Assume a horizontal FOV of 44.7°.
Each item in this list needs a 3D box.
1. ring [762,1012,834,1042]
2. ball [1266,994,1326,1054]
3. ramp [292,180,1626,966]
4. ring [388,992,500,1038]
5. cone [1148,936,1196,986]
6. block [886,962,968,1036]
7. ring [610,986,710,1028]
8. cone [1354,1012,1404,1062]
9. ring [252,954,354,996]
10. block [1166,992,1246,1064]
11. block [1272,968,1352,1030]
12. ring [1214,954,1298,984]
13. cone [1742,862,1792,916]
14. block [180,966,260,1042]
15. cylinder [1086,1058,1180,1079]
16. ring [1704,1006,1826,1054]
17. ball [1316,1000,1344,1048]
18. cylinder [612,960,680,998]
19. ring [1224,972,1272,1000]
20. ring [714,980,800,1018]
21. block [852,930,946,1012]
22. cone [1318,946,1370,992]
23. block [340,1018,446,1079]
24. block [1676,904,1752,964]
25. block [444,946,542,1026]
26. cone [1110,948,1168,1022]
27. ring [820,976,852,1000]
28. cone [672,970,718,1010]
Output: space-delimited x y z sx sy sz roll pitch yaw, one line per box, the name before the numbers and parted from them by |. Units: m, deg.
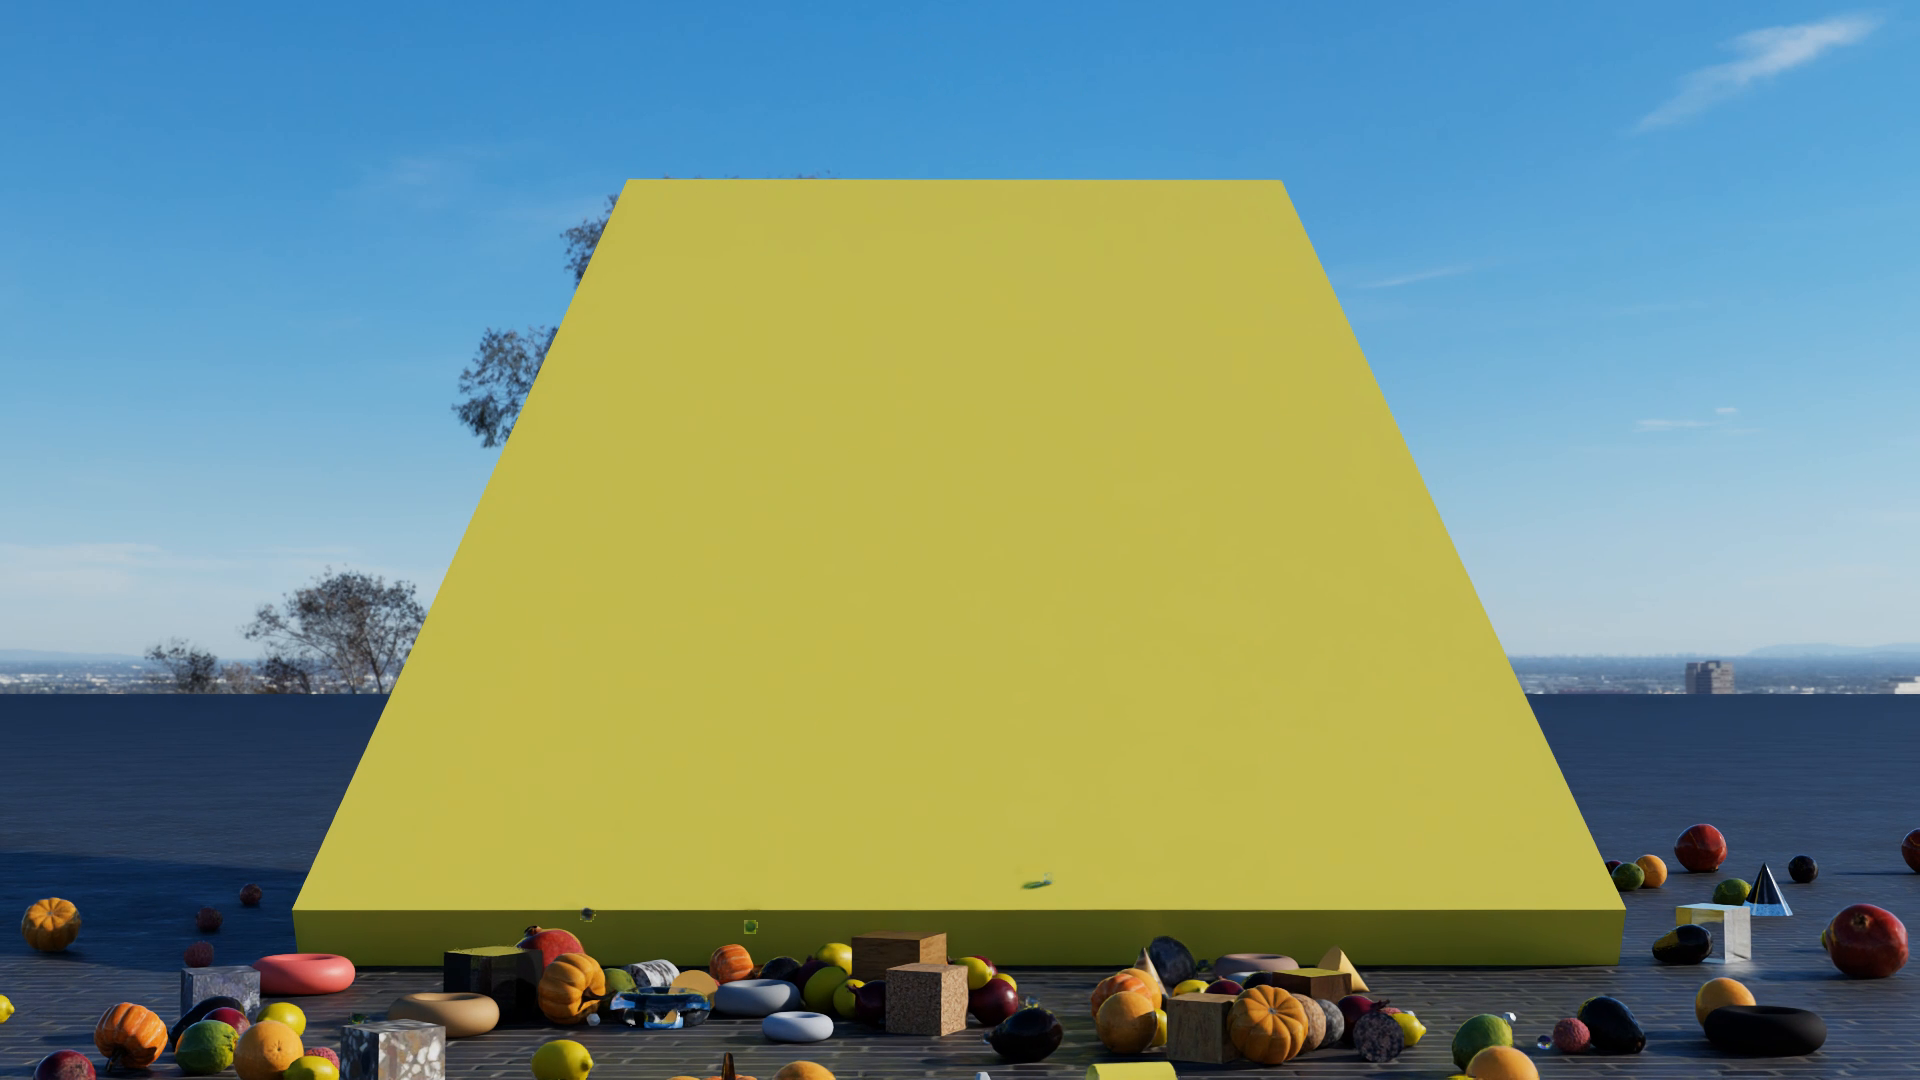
ring | -0.195 0.584 2.801 0.086 0.029 0.086 1 -4 0
ball | 0.387 0.557 2.683 0.069 0.069 0.069 0 -4 0
ramp | -0.008 -0.229 5.338 2.000 0.100 4.000 0 24 0
ring | -0.631 0.580 2.851 0.134 0.045 0.134 1 -4 0
cone | 0.277 0.611 3.280 0.079 0.079 0.079 -4 22 44
block | -0.040 0.565 2.875 0.076 0.076 0.076 -2 -4 25
ring | -0.375 0.586 2.927 0.126 0.042 0.126 1 -4 0
cone | 0.473 0.577 2.664 0.058 0.058 0.058 0 -30 -2
ring | -0.914 0.603 3.240 0.143 0.048 0.143 1 -5 0
block | 0.280 0.556 2.662 0.068 0.068 0.068 -2 -4 29
block | 0.435 0.570 2.886 0.069 0.069 0.069 3 -4 -35
ring | 0.420 0.611 3.310 0.122 0.041 0.122 1 -5 0
cone | 1.502 0.648 4.354 0.097 0.097 0.097 0 -4 0
block | -0.898 0.561 2.831 0.078 0.078 0.078 2 -4 -28
cylinder | 0.159 0.522 2.160 0.073 0.073 0.073 13 -7 -16
ring | 0.940 0.572 2.726 0.136 0.045 0.136 0 -5 0
ball | 0.422 0.566 2.734 0.056 0.056 0.056 0 -4 0
cylinder | -0.407 0.581 3.031 0.065 0.065 0.065 -2 -4 30
ring | 0.406 0.607 3.180 0.094 0.031 0.094 -1 -5 0
ring | -0.264 0.594 3.025 0.115 0.038 0.115 -1 -4 0
block | -0.080 0.568 3.070 0.096 0.096 0.096 -1 -4 21
cone | 0.538 0.610 3.231 0.070 0.070 0.070 28 -9 -10
block | -0.578 0.534 2.379 0.076 0.076 0.076 3 -5 -44
block | 1.169 0.610 3.621 0.081 0.081 0.081 3 -5 -44
block | -0.592 0.565 2.958 0.087 0.087 0.087 -3 -4 36
cone | 0.235 0.565 2.987 0.090 0.090 0.090 0 -4 0
ring | -0.149 0.609 3.173 0.081 0.027 0.081 1 -4 0
cone | -0.348 0.599 3.028 0.063 0.063 0.063 1 -30 -11
